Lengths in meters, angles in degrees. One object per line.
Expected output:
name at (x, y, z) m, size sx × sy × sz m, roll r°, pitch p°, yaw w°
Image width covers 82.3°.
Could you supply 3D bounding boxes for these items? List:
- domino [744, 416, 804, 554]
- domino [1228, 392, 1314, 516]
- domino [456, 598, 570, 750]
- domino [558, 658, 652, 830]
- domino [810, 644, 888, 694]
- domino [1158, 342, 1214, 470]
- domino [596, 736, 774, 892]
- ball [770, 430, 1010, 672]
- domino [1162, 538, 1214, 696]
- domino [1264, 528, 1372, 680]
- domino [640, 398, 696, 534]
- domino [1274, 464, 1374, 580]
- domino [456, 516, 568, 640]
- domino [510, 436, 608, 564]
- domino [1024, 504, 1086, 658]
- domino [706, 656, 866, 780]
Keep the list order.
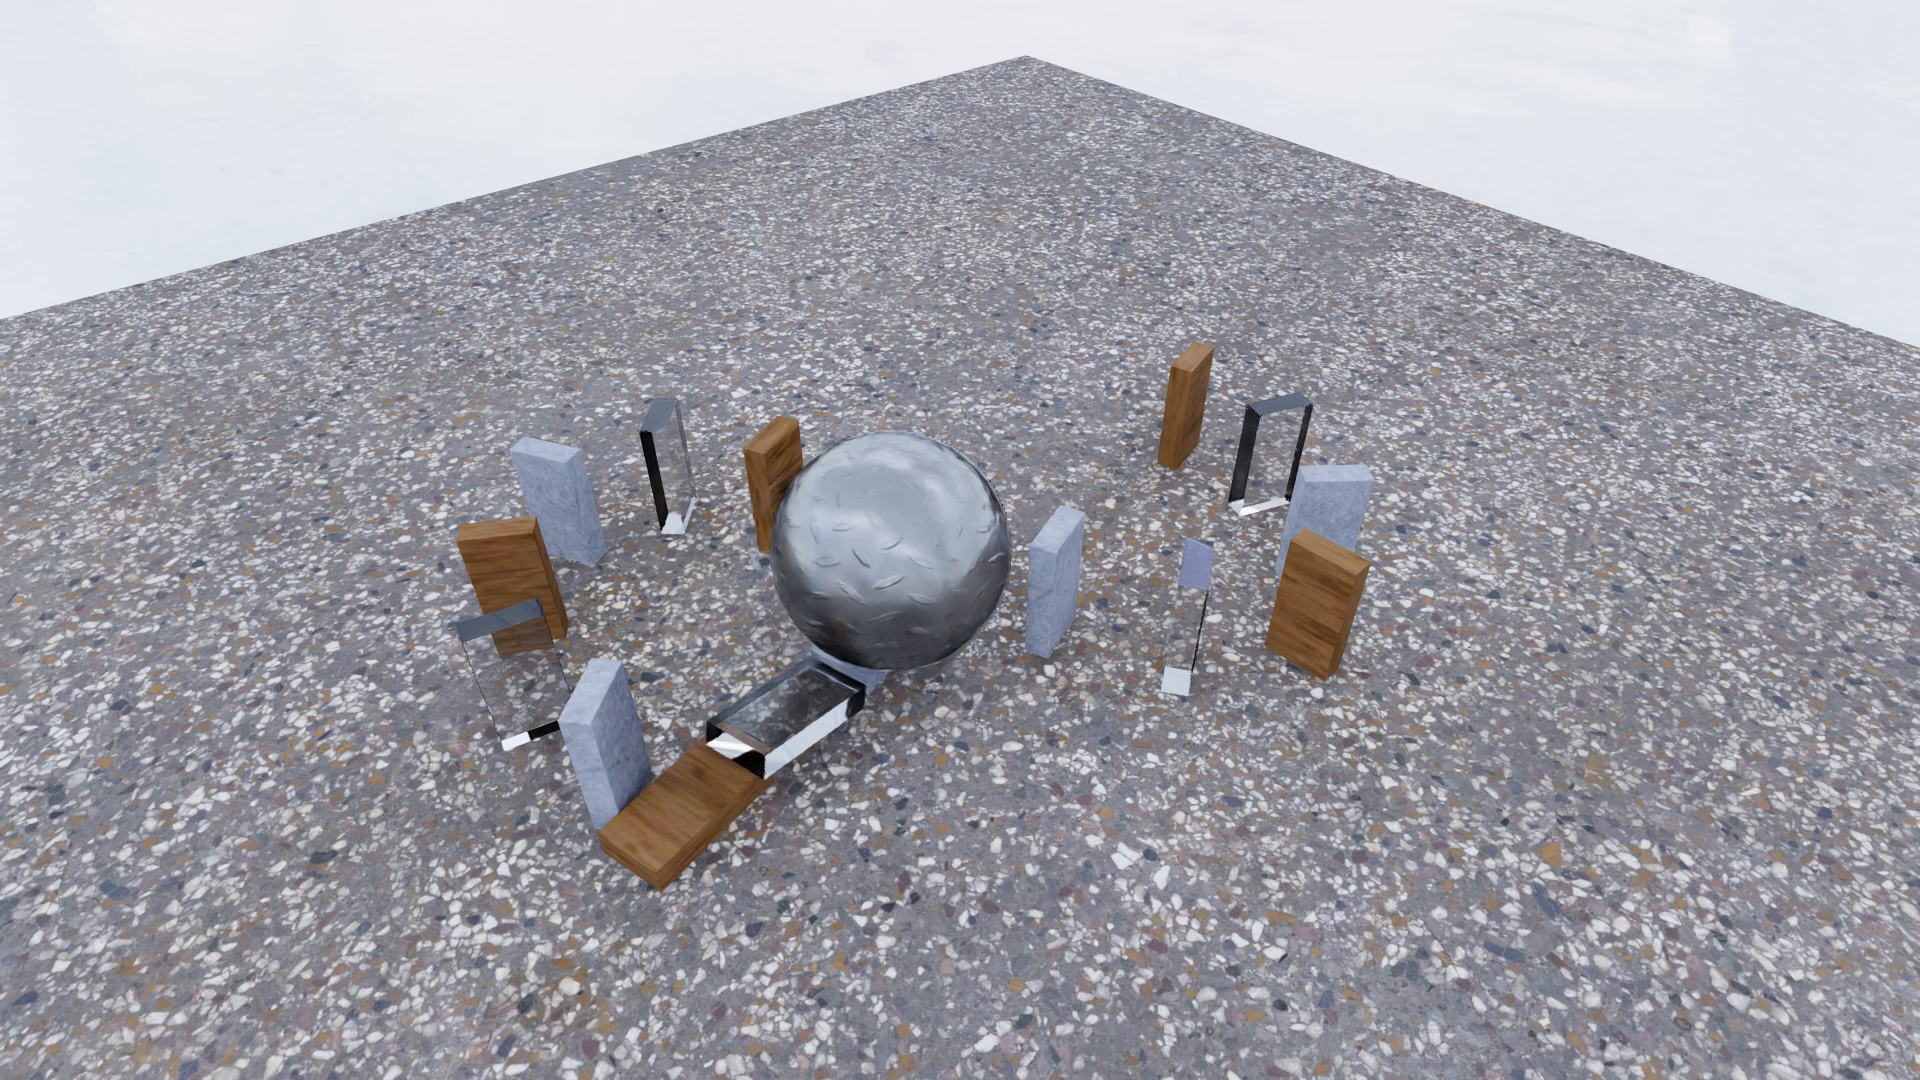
domino at (-0.072, -0.021, 0.437) m, size 0.009 × 0.050 × 0.025 m, roll 16°, pitch 42°, yaw 18°
domino at (0.128, -0.035, 0.454) m, size 0.025 × 0.050 × 0.010 m, roll -14°, pitch 41°, yaw -16°
domino at (-0.143, 0.044, 0.358) m, size 0.025 × 0.050 × 0.010 m, roll -20°, pitch 43°, yaw -23°
domino at (-0.107, 0.063, 0.335) m, size 0.010 × 0.050 × 0.025 m, roll 5°, pitch 40°, yaw 6°
domino at (-0.029, 0.033, 0.403) m, size 0.025 × 0.010 × 0.050 m, roll 22°, pitch 44°, yaw 25°
domino at (0.099, -0.059, 0.483) m, size 0.010 × 0.050 × 0.025 m, roll 22°, pitch 44°, yaw 24°
domino at (-0.084, 0.083, 0.343) m, size 0.025 × 0.010 × 0.050 m, roll 23°, pitch 45°, yaw 26°
ball at (-0.023, 0.004, 0.368) m, size 0.080 × 0.080 × 0.080 m, roll 0°, pitch 39°, yaw 0°
domino at (0.078, 0.027, 0.379) m, size 0.010 × 0.050 × 0.025 m, roll 9°, pitch 40°, yaw 11°
domino at (0.124, 0.023, 0.383) m, size 0.009 × 0.050 × 0.025 m, roll -32°, pitch 49°, yaw -33°
domino at (-0.118, -0.030, 0.448) m, size 0.010 × 0.050 × 0.025 m, roll 1°, pitch 39°, yaw 1°
domino at (0.138, -0.005, 0.418) m, size 0.025 × 0.050 × 0.010 m, roll -1°, pitch 39°, yaw -1°
domino at (-0.159, 0.015, 0.393) m, size 0.025 × 0.050 × 0.010 m, roll -6°, pitch 40°, yaw -8°
domino at (-0.156, -0.015, 0.430) m, size 0.025 × 0.050 × 0.010 m, roll 13°, pitch 41°, yaw 15°
domino at (0.034, 0.015, 0.393) m, size 0.009 × 0.050 × 0.025 m, roll 19°, pitch 43°, yaw 21°
domino at (-0.057, 0.058, 0.364) m, size 0.025 × 0.009 × 0.050 m, roll 24°, pitch 32°, yaw 26°
